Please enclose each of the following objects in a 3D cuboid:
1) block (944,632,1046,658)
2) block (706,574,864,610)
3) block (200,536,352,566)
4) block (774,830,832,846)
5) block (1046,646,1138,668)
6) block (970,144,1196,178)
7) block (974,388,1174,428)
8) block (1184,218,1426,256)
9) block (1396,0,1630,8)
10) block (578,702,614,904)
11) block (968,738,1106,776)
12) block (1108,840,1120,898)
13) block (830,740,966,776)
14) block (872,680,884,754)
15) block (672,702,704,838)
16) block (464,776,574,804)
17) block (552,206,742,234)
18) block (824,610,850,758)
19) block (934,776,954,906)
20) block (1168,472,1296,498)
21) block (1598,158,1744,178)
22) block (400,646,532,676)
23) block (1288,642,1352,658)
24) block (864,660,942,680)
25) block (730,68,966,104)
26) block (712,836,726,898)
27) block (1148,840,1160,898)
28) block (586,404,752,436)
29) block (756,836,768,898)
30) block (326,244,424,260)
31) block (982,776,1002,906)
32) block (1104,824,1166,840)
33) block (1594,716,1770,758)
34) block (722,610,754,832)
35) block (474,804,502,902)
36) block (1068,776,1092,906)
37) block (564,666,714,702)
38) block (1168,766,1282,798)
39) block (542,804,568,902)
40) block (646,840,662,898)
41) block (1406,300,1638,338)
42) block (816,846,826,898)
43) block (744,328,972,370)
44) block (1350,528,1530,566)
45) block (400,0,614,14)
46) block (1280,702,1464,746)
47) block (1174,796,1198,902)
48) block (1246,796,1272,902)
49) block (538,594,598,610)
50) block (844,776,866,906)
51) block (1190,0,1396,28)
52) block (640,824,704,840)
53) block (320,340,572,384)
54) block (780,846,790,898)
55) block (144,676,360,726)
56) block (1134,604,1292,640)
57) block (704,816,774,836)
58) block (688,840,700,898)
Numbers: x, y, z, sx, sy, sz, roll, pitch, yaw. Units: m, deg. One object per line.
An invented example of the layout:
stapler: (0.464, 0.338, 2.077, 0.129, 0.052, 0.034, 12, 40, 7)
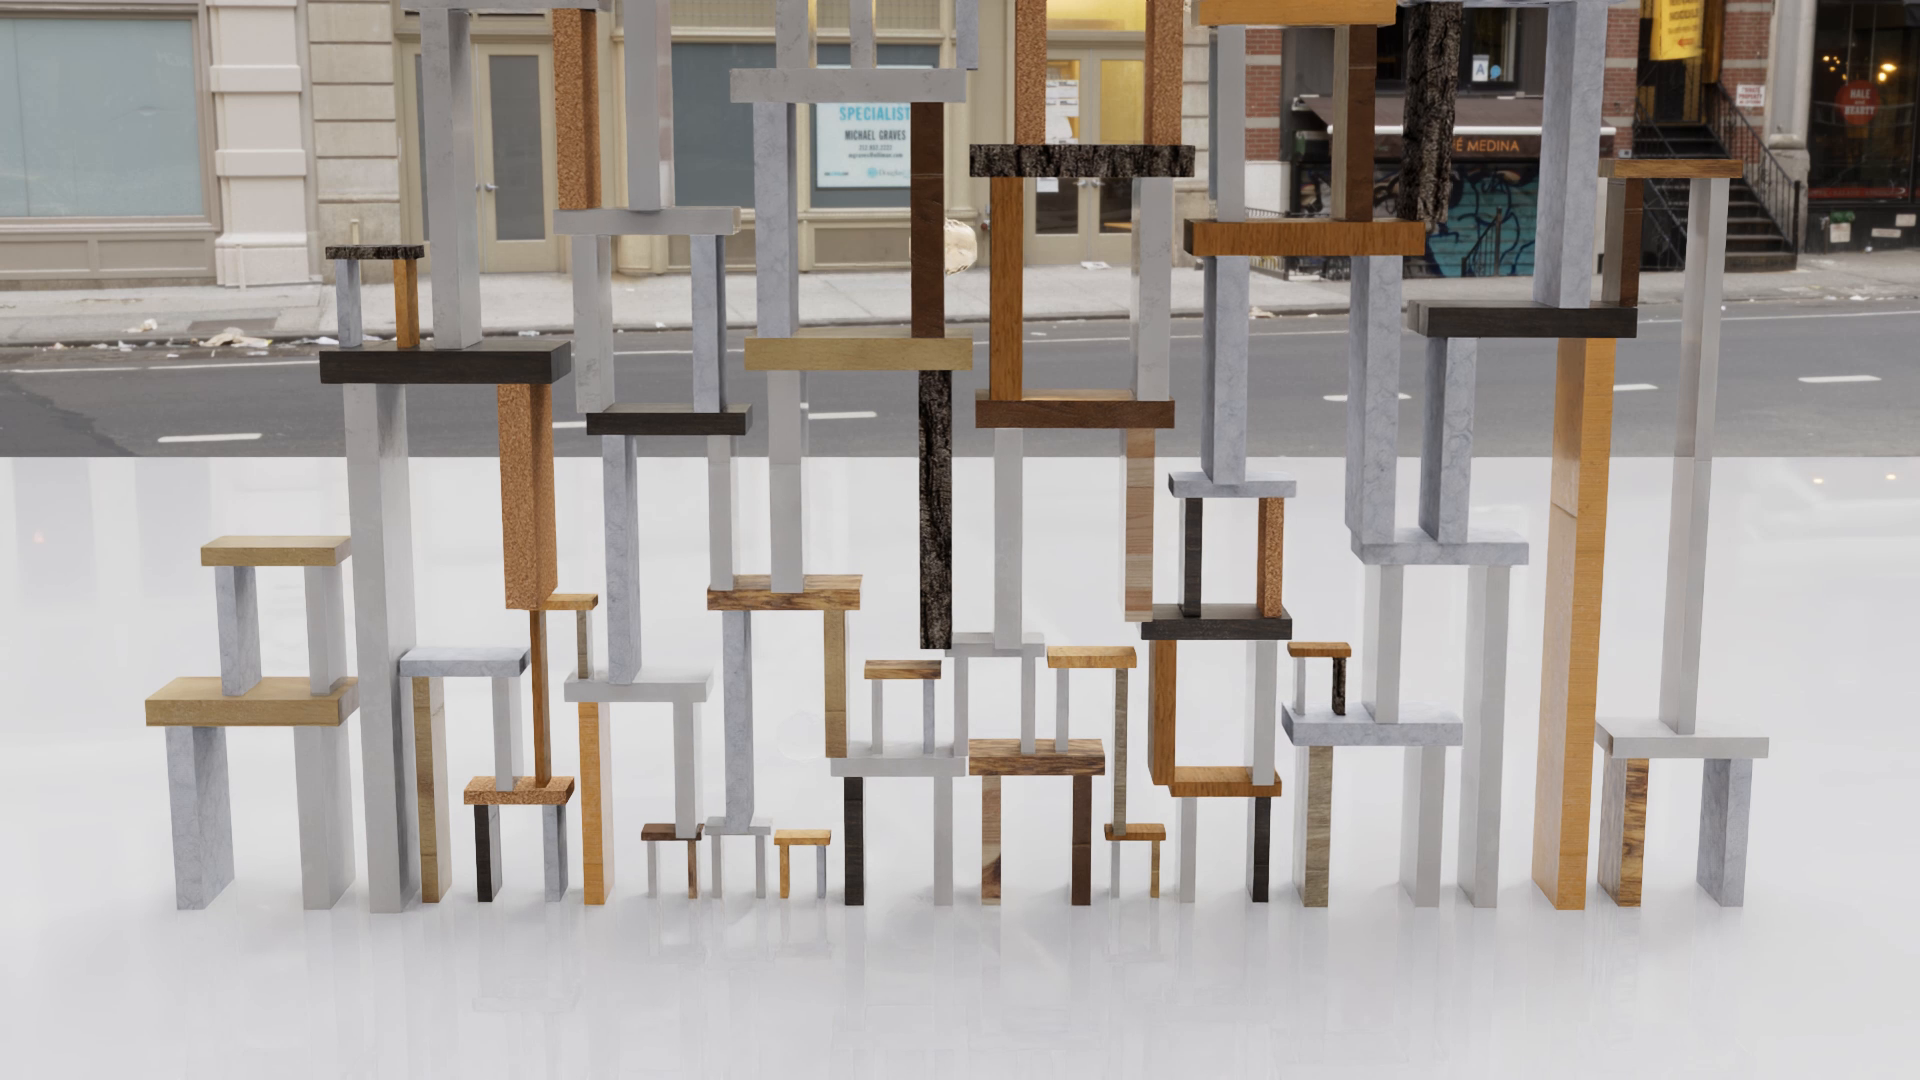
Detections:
block: (0.056, 0.171, 3.587, 0.163, 0.023, 0.081, 0, 11, 0)
block: (-0.282, 0.085, 3.581, 0.245, 0.035, 0.122, 0, 10, 0)
block: (-1.104, 0.017, 3.562, 0.214, 0.030, 0.107, 0, 11, 0)
block: (-0.261, 0.493, 3.651, 0.092, 0.013, 0.046, 0, 11, 0)
block: (0.215, 0.191, 3.593, 0.143, 0.020, 0.072, 0, 11, 0)
block: (0.187, -0.595, 3.449, 0.344, 0.049, 0.172, 0, 11, 0)
block: (0.180, -0.211, 3.515, 0.310, 0.044, 0.155, 0, 11, 0)
block: (0.539, -0.480, 3.474, 0.356, 0.050, 0.178, 0, 11, 1)
block: (0.847, -0.853, 3.402, 0.331, 0.047, 0.166, 0, 11, 0)
block: (-0.601, 0.421, 3.641, 0.033, 0.344, 0.115, 0, 11, 0)
block: (0.125, 0.357, 3.623, 0.221, 0.031, 0.111, 0, 11, 0)
block: (0.257, 0.541, 3.664, 0.014, 0.099, 0.049, 0, 11, 0)
block: (-0.101, 0.359, 3.623, 0.220, 0.031, 0.110, 0, 11, 0)
block: (-0.135, 0.282, 3.611, 0.018, 0.125, 0.063, 0, 11, 0)
block: (-0.448, 0.364, 3.630, 0.033, 0.229, 0.115, 0, 10, 0)
block: (-0.728, 0.414, 3.637, 0.167, 0.024, 0.084, 0, 11, 0)
block: (-0.491, -0.505, 3.469, 0.277, 0.039, 0.139, 0, 11, 0)
block: (-0.201, 0.222, 3.607, 0.035, 0.245, 0.122, 0, 10, 0)
block: (-0.027, 0.483, 3.646, 0.031, 0.220, 0.110, 0, 11, 0)
block: (0.437, -0.090, 3.544, 0.194, 0.028, 0.097, 0, 10, 0)
block: (1.113, -0.583, 3.453, 0.199, 0.028, 0.099, 0, 11, 0)
block: (-0.808, 0.199, 3.600, 0.193, 0.027, 0.096, 0, 11, 0)
block: (0.588, 0.179, 3.595, 0.098, 0.014, 0.049, 0, 11, 2)
block: (-0.093, 0.212, 3.598, 0.125, 0.018, 0.063, 0, 11, 0)
block: (-0.169, -0.708, 3.432, 0.359, 0.051, 0.180, 0, 11, 0)
block: (-0.403, 0.536, 3.664, 0.015, 0.109, 0.054, 0, 11, 0)
block: (0.323, 0.541, 3.664, 0.014, 0.099, 0.050, 0, 11, 0)
block: (-0.463, -0.194, 3.520, 0.250, 0.035, 0.125, 0, 11, 0)
block: (-0.330, 0.536, 3.664, 0.015, 0.109, 0.054, 0, 11, 0)
block: (-0.924, -0.455, 3.474, 0.138, 0.020, 0.069, 0, 11, 0)
block: (0.051, 0.482, 3.647, 0.031, 0.221, 0.111, 0, 11, 0)
block: (0.290, 0.485, 3.654, 0.099, 0.014, 0.050, 0, 11, 0)
block: (1.183, 0.325, 3.619, 0.252, 0.036, 0.126, 0, 11, 0)
block: (-0.364, 0.284, 3.618, 0.035, 0.371, 0.122, 0, 10, 0)
block: (-0.784, 0.508, 3.654, 0.024, 0.167, 0.084, 0, 11, 0)
block: (0.199, 0.482, 3.647, 0.031, 0.221, 0.111, 0, 11, 0)
block: (-0.525, 0.236, 3.606, 0.230, 0.033, 0.115, 0, 11, 0)
block: (0.435, 0.399, 3.636, 0.181, 0.026, 0.090, 0, 11, 0)
block: (-0.672, 0.508, 3.654, 0.024, 0.167, 0.084, 0, 11, 0)
block: (-0.509, 0.541, 3.661, 0.014, 0.100, 0.050, 0, 11, 0)
block: (0.890, -0.352, 3.497, 0.325, 0.046, 0.162, 0, 11, 0)
block: (-0.230, 0.545, 3.660, 0.013, 0.092, 0.046, 0, 11, 0)
block: (-0.157, -0.305, 3.507, 0.355, 0.050, 0.177, 0, 11, 0)
block: (0.773, 0.010, 3.554, 0.260, 0.037, 0.130, 0, 11, 1)
block: (-0.699, -0.842, 3.408, 0.301, 0.043, 0.151, 0, 11, 0)
block: (0.675, 0.301, 3.618, 0.274, 0.039, 0.137, 0, 11, 0)
block: (0.375, 0.501, 3.655, 0.026, 0.181, 0.090, 0, 11, 0)
block: (0.496, 0.501, 3.655, 0.026, 0.181, 0.090, 0, 11, 0)
block: (-0.650, 0.101, 3.579, 0.113, 0.016, 0.057, 0, 11, 0)
block: (-0.173, 0.483, 3.646, 0.031, 0.220, 0.110, 0, 11, 0)
block: (0.513, -0.817, 3.408, 0.297, 0.042, 0.149, 0, 11, 1)
block: (-0.476, 0.485, 3.650, 0.100, 0.014, 0.050, 0, 10, 0)
block: (-0.814, -0.284, 3.503, 0.359, 0.051, 0.180, 0, 11, 0)
block: (-0.292, 0.545, 3.660, 0.013, 0.092, 0.046, 0, 11, 0)
block: (-1.154, 0.264, 3.608, 0.310, 0.044, 0.155, 0, 11, 0)
block: (0.411, 0.133, 3.582, 0.242, 0.034, 0.121, 0, 11, 0)
block: (-0.367, 0.475, 3.652, 0.109, 0.015, 0.054, 0, 10, 0)
block: (-0.443, 0.541, 3.660, 0.014, 0.100, 0.050, 0, 11, 0)
